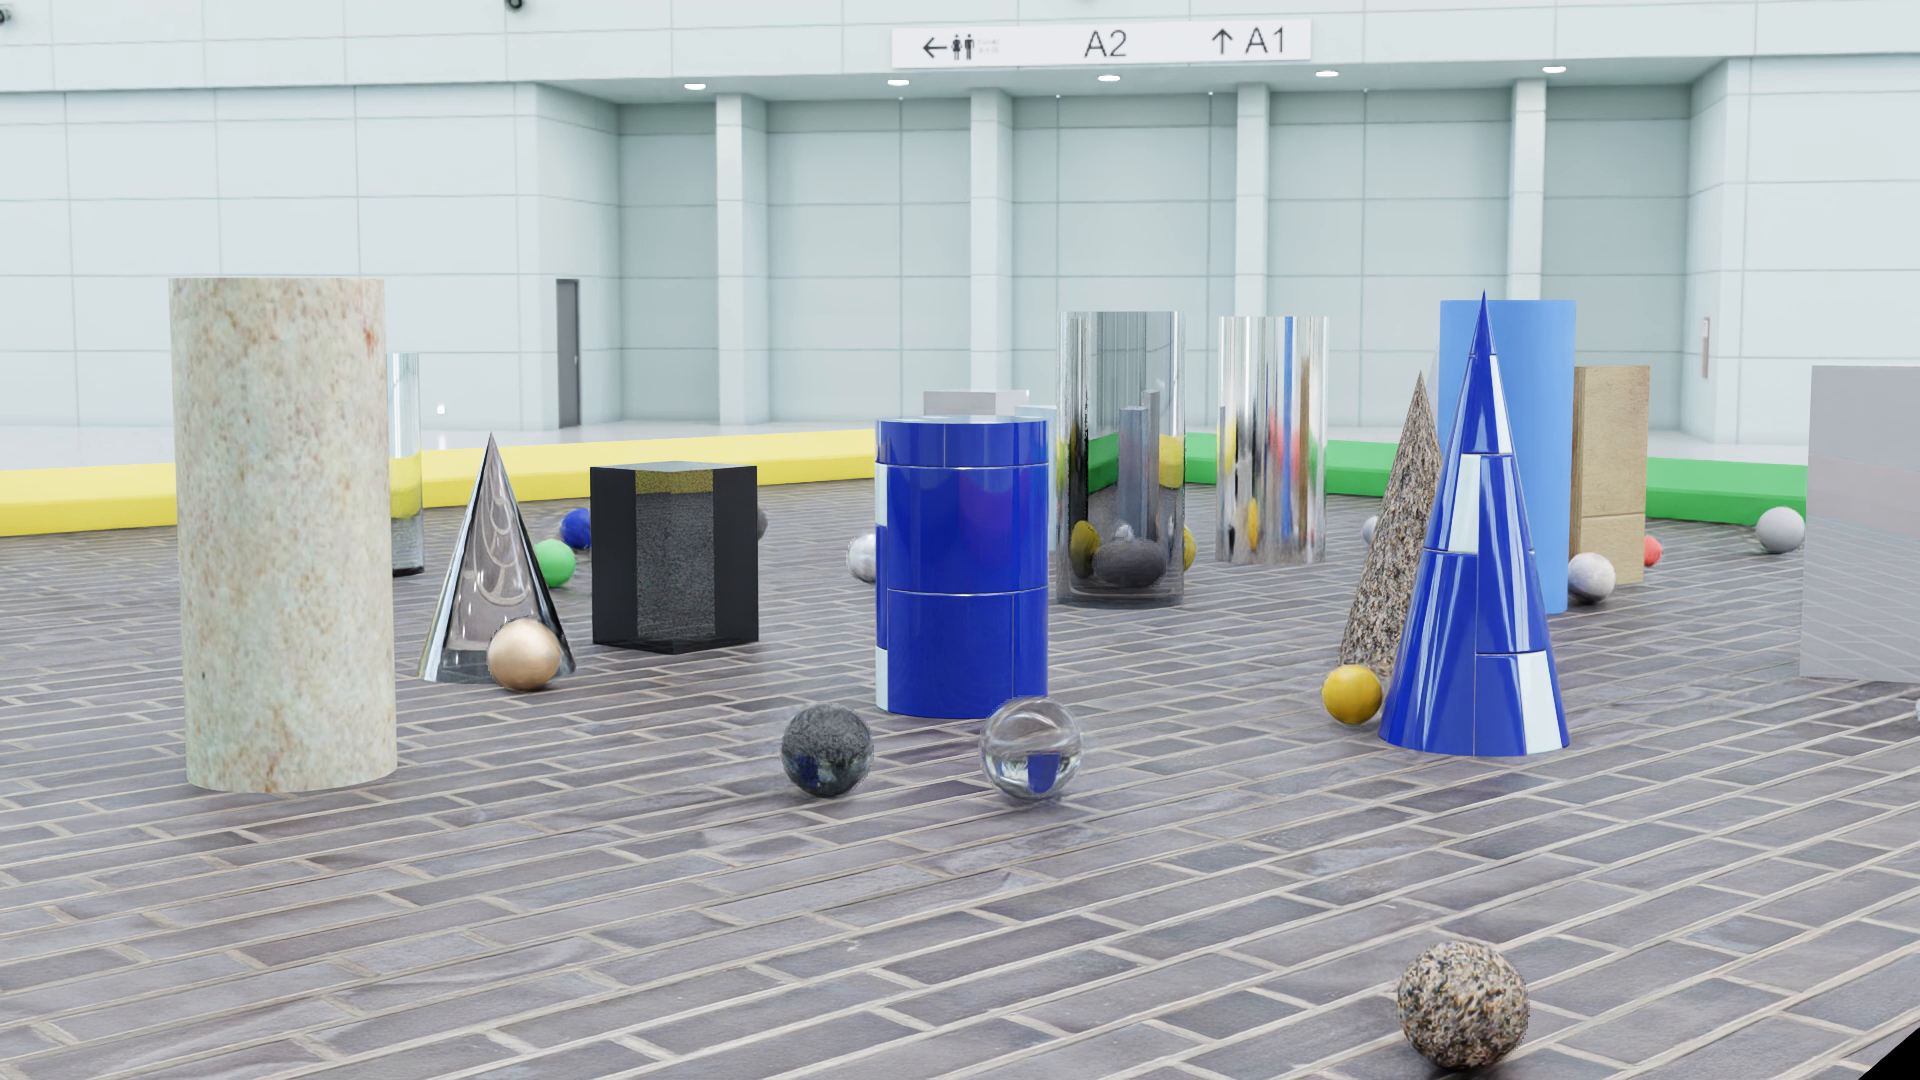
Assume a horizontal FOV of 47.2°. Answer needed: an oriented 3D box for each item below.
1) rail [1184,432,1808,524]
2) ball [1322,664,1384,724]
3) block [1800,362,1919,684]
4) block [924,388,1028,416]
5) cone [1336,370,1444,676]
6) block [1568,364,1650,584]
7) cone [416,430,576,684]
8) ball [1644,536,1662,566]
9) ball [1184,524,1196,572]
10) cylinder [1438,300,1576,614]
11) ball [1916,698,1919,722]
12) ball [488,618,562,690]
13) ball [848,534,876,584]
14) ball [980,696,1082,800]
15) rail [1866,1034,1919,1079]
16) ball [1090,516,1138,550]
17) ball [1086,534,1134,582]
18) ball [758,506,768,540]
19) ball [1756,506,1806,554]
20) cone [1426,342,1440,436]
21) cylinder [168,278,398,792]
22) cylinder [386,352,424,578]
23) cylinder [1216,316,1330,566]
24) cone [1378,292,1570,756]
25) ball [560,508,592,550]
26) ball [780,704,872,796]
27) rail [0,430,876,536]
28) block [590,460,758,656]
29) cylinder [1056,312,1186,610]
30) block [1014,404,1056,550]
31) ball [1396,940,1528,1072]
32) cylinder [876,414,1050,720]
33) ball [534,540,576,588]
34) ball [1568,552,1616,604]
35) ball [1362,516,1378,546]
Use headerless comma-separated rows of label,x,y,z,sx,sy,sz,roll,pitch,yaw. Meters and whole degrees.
rail,1.494,-0.110,4.703,0.045,0.127,4.048,-5,8,-42
ball,0.418,0.165,2.342,0.064,0.064,0.064,0,6,0
block,1.127,-0.026,2.704,0.156,0.378,0.156,3,7,24
block,0.032,-0.153,4.359,0.156,0.286,0.156,3,7,26
cone,0.571,-0.028,2.745,0.196,0.372,0.196,0,6,0
block,1.014,-0.110,3.617,0.156,0.354,0.156,-4,7,-34
cone,-0.573,0.014,2.705,0.196,0.298,0.196,0,6,0
ball,1.193,0.020,3.824,0.054,0.054,0.054,0,6,0
ball,0.345,0.014,3.665,0.098,0.098,0.098,0,6,0
cylinder,0.812,-0.128,3.285,0.196,0.458,0.196,0,6,0
ball,1.037,0.181,2.333,0.043,0.043,0.043,0,6,0
ball,-0.510,0.135,2.579,0.084,0.084,0.084,0,6,0
ball,-0.143,0.030,3.594,0.081,0.081,0.081,0,6,0
ball,0.065,0.190,2.007,0.093,0.093,0.093,0,6,0
rail,1.356,0.186,1.870,4.112,0.127,0.045,-5,8,-42
ball,0.272,-0.002,3.888,0.083,0.083,0.083,0,6,0
ball,0.246,0.030,3.598,0.081,0.081,0.081,0,6,0
ball,-0.408,-0.032,4.176,0.083,0.083,0.083,0,6,0
ball,1.503,-0.018,4.025,0.086,0.086,0.086,0,6,0
cone,0.859,-0.165,3.971,0.196,0.390,0.196,0,6,0
cylinder,-0.646,-0.012,2.106,0.196,0.473,0.196,0,6,0
cylinder,-1.011,-0.130,3.720,0.196,0.372,0.196,0,6,0
cylinder,0.555,-0.181,3.917,0.196,0.433,0.196,0,6,0
cone,0.536,-0.026,2.271,0.196,0.467,0.196,0,6,0
ball,-0.704,-0.021,4.090,0.078,0.078,0.078,0,6,0
ball,-0.123,0.193,2.019,0.084,0.084,0.084,0,6,0
rail,-1.356,-0.120,4.794,4.112,0.127,0.045,-5,8,-42
block,-0.381,0.020,2.940,0.156,0.237,0.156,5,8,39
cylinder,0.244,-0.126,3.349,0.196,0.442,0.196,0,6,0
block,0.208,-0.122,4.170,0.156,0.263,0.156,-3,7,-26
ball,0.295,0.274,1.294,0.075,0.075,0.075,0,6,0
cylinder,0.002,0.025,2.479,0.196,0.323,0.196,0,6,0
ball,-0.657,0.038,3.535,0.078,0.078,0.078,0,6,0
ball,0.957,0.058,3.344,0.077,0.077,0.077,0,6,0
ball,0.784,-0.014,4.116,0.060,0.060,0.060,0,6,0
